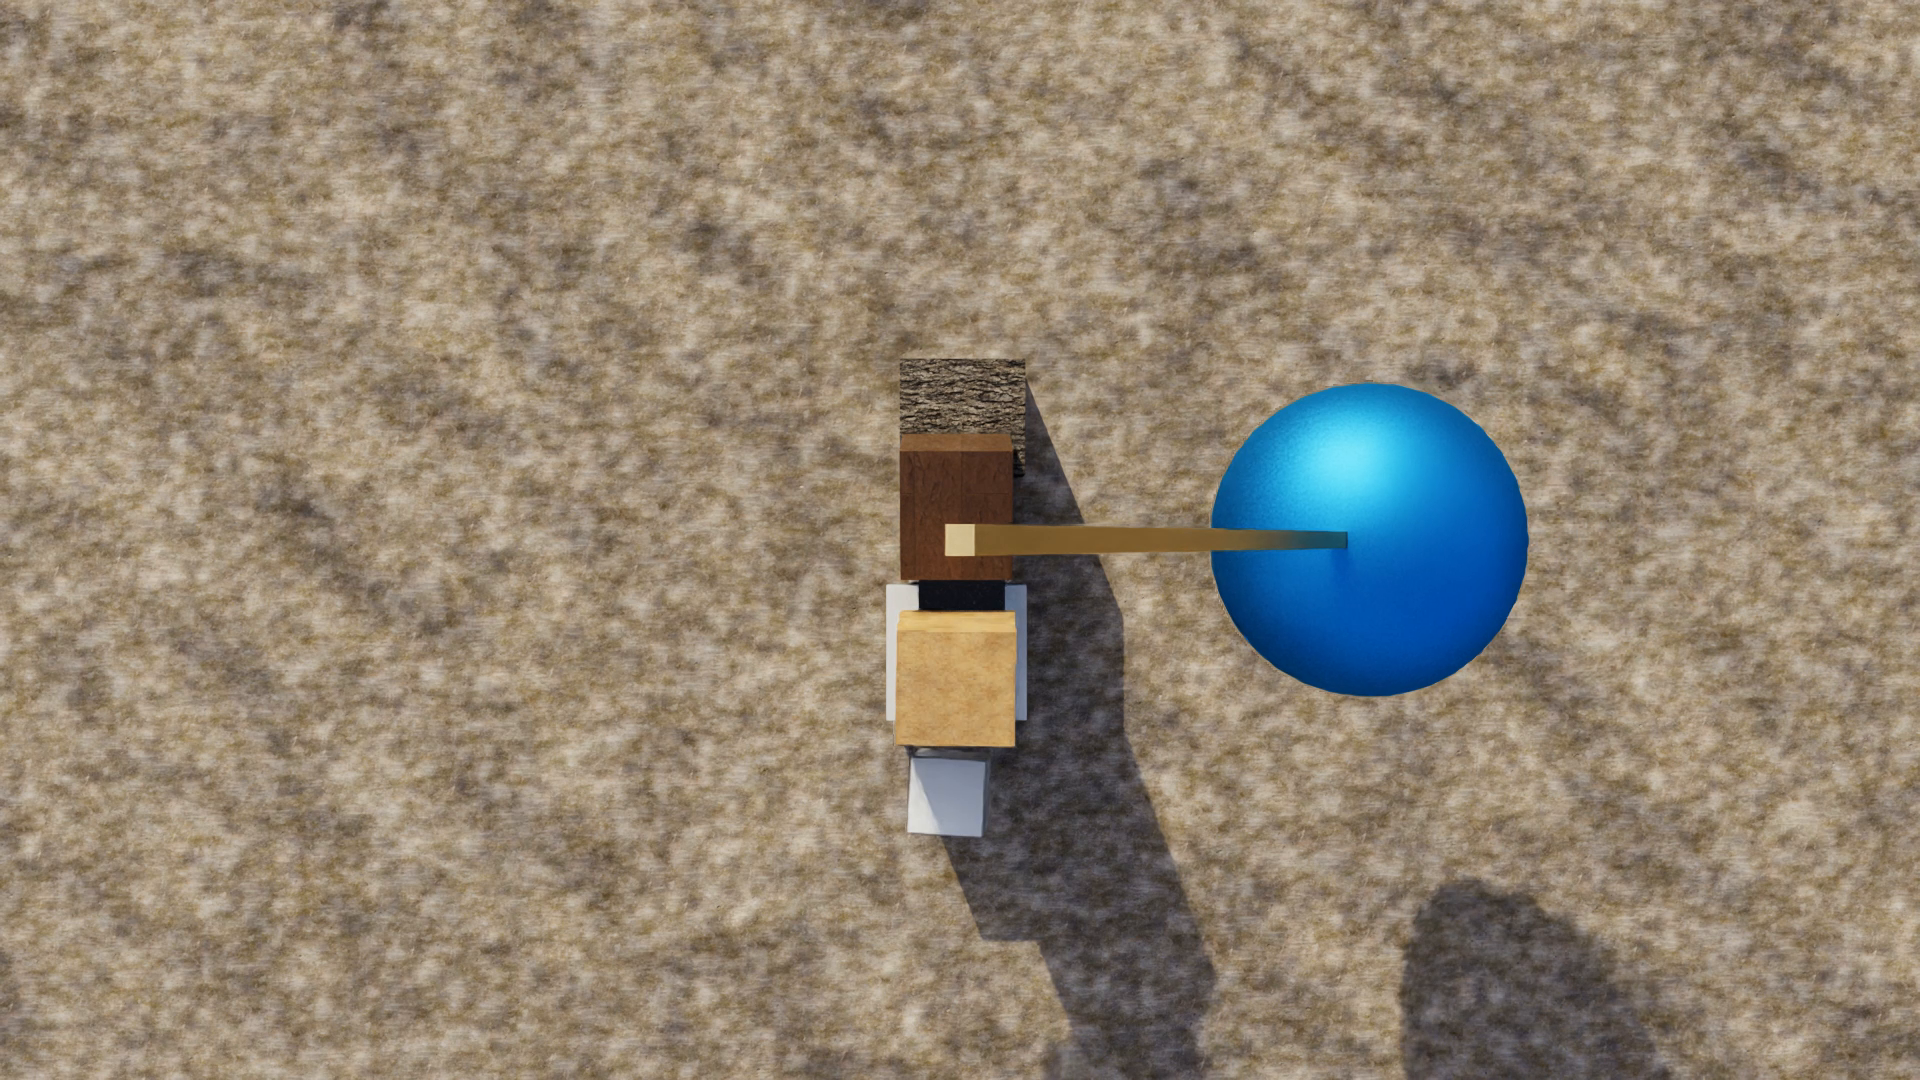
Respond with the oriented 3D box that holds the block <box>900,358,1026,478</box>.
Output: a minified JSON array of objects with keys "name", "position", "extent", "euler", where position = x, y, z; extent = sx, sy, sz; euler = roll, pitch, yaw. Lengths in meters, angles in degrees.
[{"name":"block","position":[0.015,-0.693,12.656],"extent":[0.704,0.688,0.646],"euler":[0,90,0]}]

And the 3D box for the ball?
[{"name":"ball","position":[2.074,0.000,11.202],"extent":[1.600,1.600,1.600],"euler":[0,90,0]}]

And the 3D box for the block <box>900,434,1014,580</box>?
[{"name":"block","position":[-0.019,-0.188,11.994],"extent":[0.599,0.691,0.695],"euler":[0,100,0]}]

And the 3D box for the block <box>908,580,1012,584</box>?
[{"name":"block","position":[-0.001,-0.059,12.698],"extent":[0.581,0.605,0.603],"euler":[0,90,0]}]

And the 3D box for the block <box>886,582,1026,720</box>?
[{"name":"block","position":[-0.019,0.633,12.686],"extent":[0.790,0.628,0.763],"euler":[0,90,0]}]

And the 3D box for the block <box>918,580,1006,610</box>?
[{"name":"block","position":[0.009,0.457,12.138],"extent":[0.471,0.459,0.479],"euler":[0,91,0]}]

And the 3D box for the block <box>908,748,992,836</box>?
[{"name":"block","position":[-0.054,1.372,11.973],"extent":[0.398,0.394,0.405],"euler":[3,92,5]}]

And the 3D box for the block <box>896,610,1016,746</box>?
[{"name":"block","position":[-0.020,0.718,11.586],"extent":[0.613,0.648,0.596],"euler":[1,98,0]}]

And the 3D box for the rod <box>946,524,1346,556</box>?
[{"name":"rod","position":[0.899,0.000,8.011],"extent":[0.080,5.200,0.080],"euler":[0,90,20]}]
